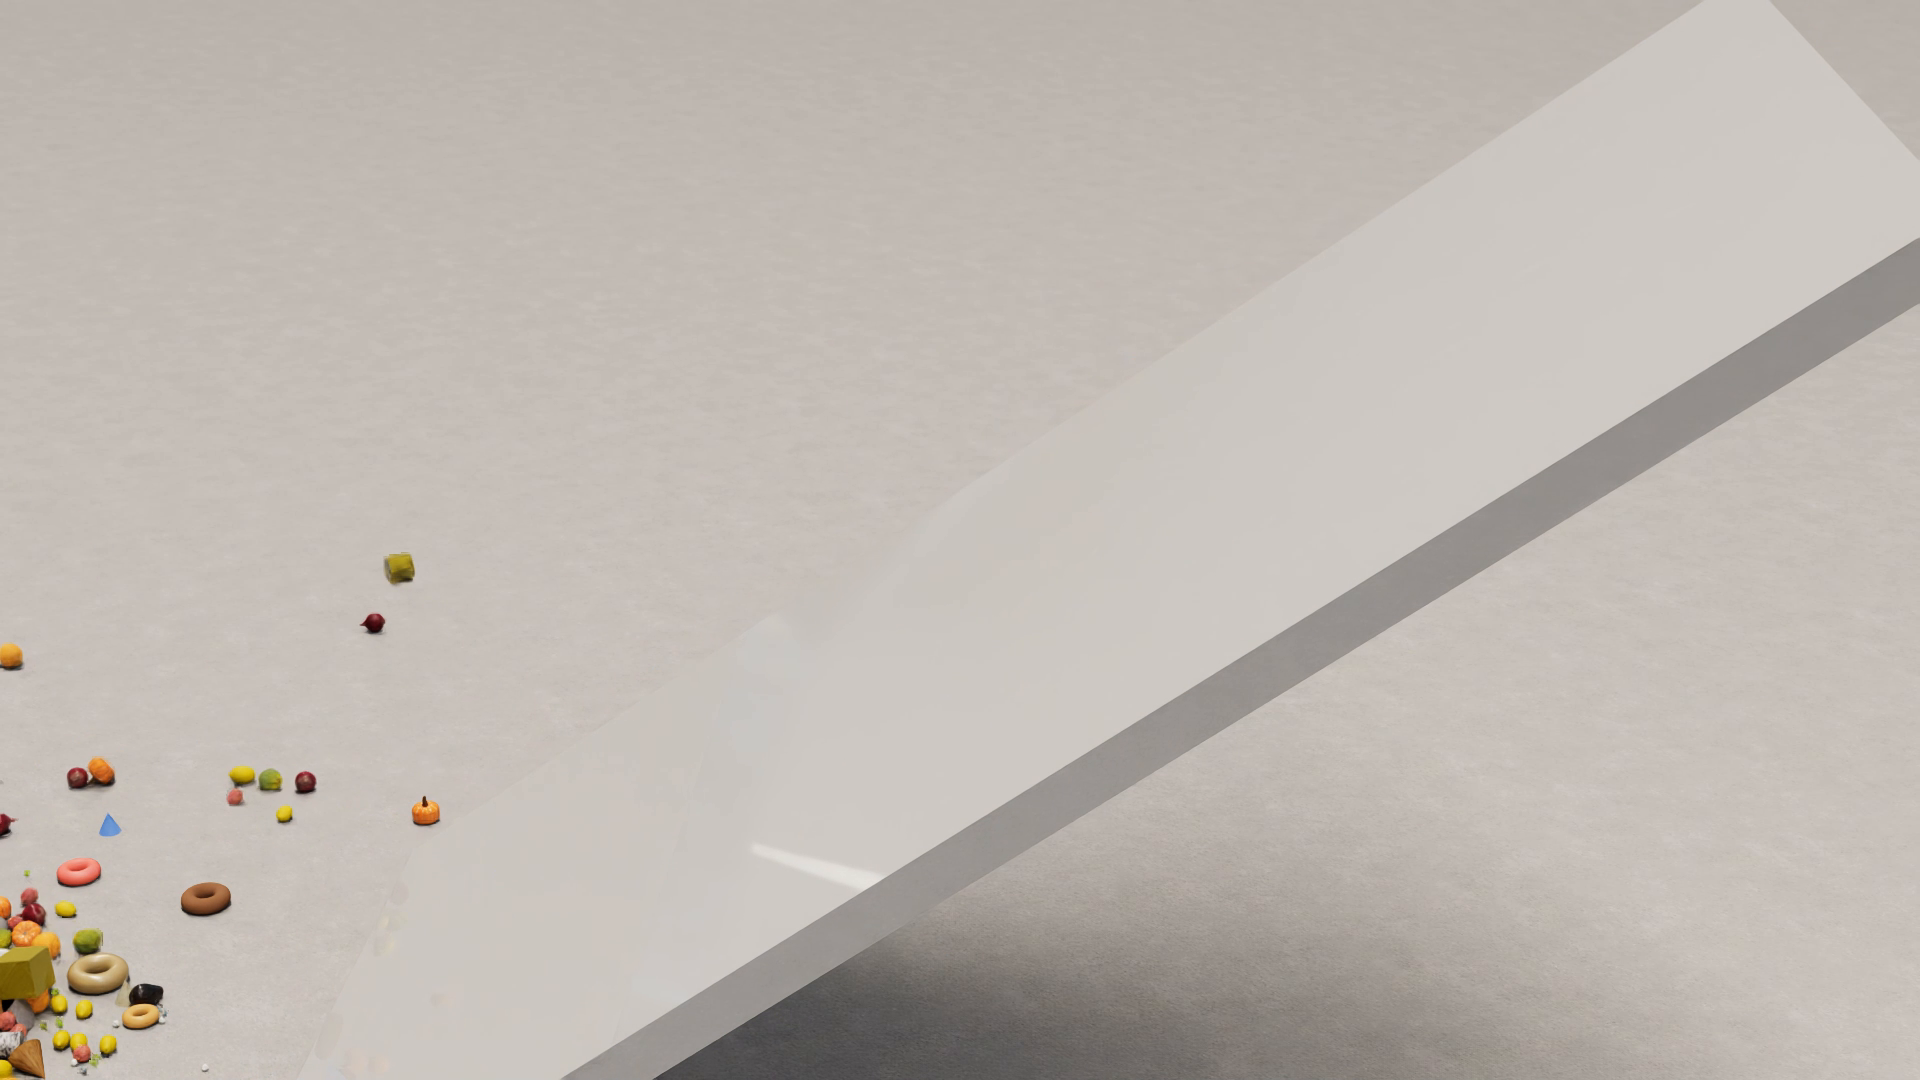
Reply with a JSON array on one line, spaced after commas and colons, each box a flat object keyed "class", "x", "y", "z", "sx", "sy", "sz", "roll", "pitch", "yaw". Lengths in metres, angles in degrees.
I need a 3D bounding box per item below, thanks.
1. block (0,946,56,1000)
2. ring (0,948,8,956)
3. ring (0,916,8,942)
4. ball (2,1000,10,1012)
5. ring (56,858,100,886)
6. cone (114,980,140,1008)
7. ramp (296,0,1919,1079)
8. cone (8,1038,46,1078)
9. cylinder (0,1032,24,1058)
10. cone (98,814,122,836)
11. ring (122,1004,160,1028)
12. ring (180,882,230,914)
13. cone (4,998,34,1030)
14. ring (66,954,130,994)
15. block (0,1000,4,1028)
[{"class": "block", "x": -2.260, "y": 1.045, "z": 7.106, "sx": 0.096, "sy": 0.096, "sz": 0.096, "roll": -5, "pitch": 13, "yaw": 13}, {"class": "ring", "x": -2.398, "y": 1.063, "z": 7.309, "sx": 0.140, "sy": 0.047, "sz": 0.140, "roll": 0, "pitch": 23, "yaw": 0}, {"class": "ring", "x": -2.491, "y": 0.995, "z": 7.478, "sx": 0.139, "sy": 0.046, "sz": 0.139, "roll": -1, "pitch": 21, "yaw": 1}, {"class": "ball", "x": -2.352, "y": 1.111, "z": 7.121, "sx": 0.097, "sy": 0.097, "sz": 0.097, "roll": 0, "pitch": 22, "yaw": 0}, {"class": "ring", "x": -2.332, "y": 0.878, "z": 7.784, "sx": 0.114, "sy": 0.038, "sz": 0.114, "roll": -1, "pitch": 22, "yaw": 0}, {"class": "cone", "x": -2.039, "y": 1.102, "z": 7.194, "sx": 0.061, "sy": 0.061, "sz": 0.061, "roll": 0, "pitch": 22, "yaw": 0}, {"class": "ramp", "x": 0.133, "y": 0.176, "z": 6.312, "sx": 4.000, "sy": 0.100, "sz": 2.000, "roll": -33, "pitch": 16, "yaw": 16}, {"class": "cone", "x": -2.169, "y": 1.233, "z": 6.895, "sx": 0.088, "sy": 0.088, "sz": 0.088, "roll": 43, "pitch": 40, "yaw": 22}, {"class": "cylinder", "x": -2.251, "y": 1.195, "z": 6.961, "sx": 0.060, "sy": 0.060, "sz": 0.060, "roll": -3, "pitch": 22, "yaw": -6}, {"class": "cone", "x": -2.321, "y": 0.769, "z": 8.023, "sx": 0.060, "sy": 0.060, "sz": 0.060, "roll": 0, "pitch": 22, "yaw": 0}, {"class": "ring", "x": -1.981, "y": 1.151, "z": 7.111, "sx": 0.089, "sy": 0.030, "sz": 0.089, "roll": -1, "pitch": 22, "yaw": 1}, {"class": "ring", "x": -1.960, "y": 0.931, "z": 7.643, "sx": 0.128, "sy": 0.043, "sz": 0.128, "roll": -1, "pitch": 23, "yaw": 0}, {"class": "cone", "x": -2.290, "y": 1.156, "z": 7.089, "sx": 0.082, "sy": 0.082, "sz": 0.082, "roll": -24, "pitch": 18, "yaw": 13}, {"class": "ring", "x": -2.134, "y": 1.073, "z": 7.281, "sx": 0.149, "sy": 0.050, "sz": 0.149, "roll": 1, "pitch": 23, "yaw": 0}, {"class": "block", "x": -2.350, "y": 1.126, "z": 7.023, "sx": 0.090, "sy": 0.090, "sz": 0.090, "roll": -13, "pitch": -10, "yaw": 6}]
